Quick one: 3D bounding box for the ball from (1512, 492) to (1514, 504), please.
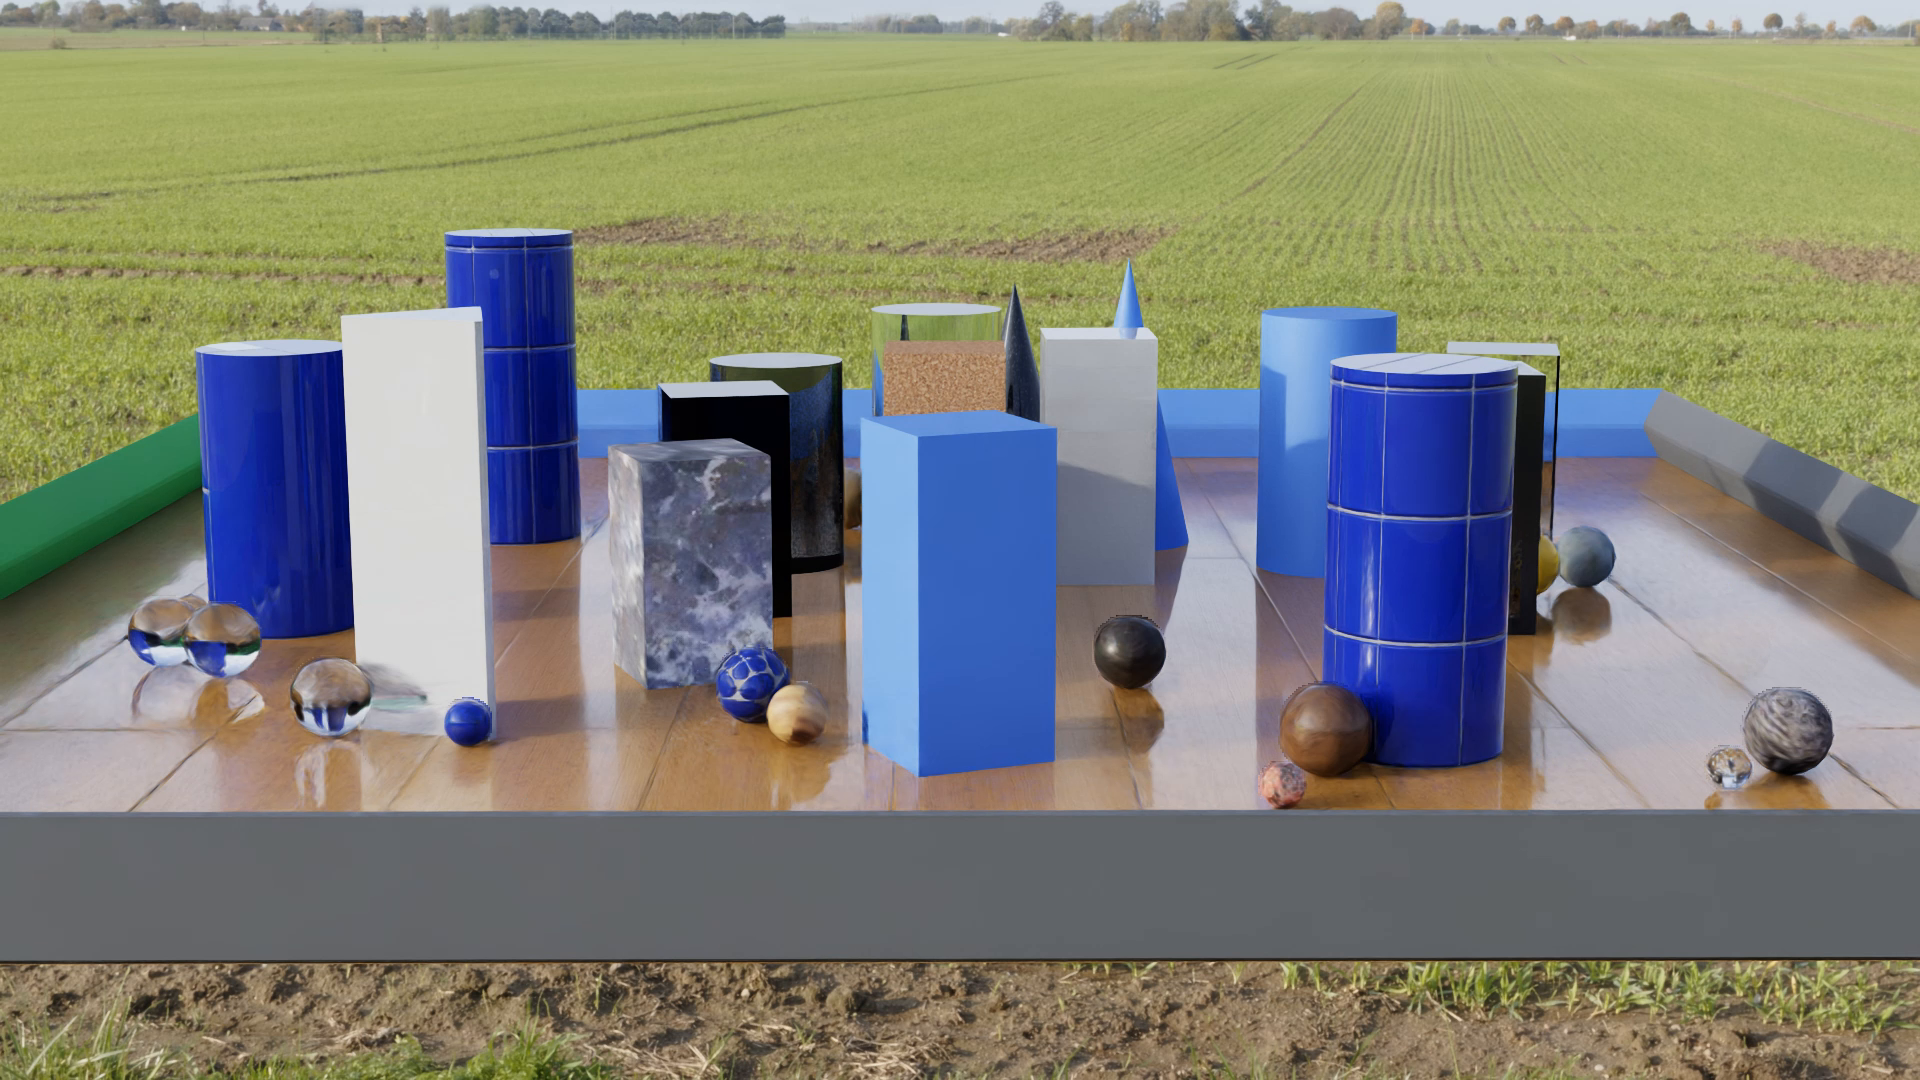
[{"bbox_3d":[0.894,-0.069,4.234,0.042,0.042,0.042,0,11,0],"label":"ball"}]

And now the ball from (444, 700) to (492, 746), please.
[{"bbox_3d":[-0.532,0.198,2.774,0.050,0.050,0.050,0,11,0],"label":"ball"}]

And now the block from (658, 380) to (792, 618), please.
[{"bbox_3d":[-0.318,-0.055,3.455,0.156,0.299,0.156,-2,11,-13],"label":"block"}]

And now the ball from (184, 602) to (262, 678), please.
[{"bbox_3d":[-0.887,0.120,3.083,0.090,0.090,0.090,0,11,0],"label":"ball"}]

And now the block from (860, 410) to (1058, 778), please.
[{"bbox_3d":[-0.002,0.052,2.723,0.156,0.356,0.156,-5,11,-23],"label":"block"}]

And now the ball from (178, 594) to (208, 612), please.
[{"bbox_3d":[-1.002,0.094,3.341,0.047,0.047,0.047,0,11,0],"label":"ball"}]

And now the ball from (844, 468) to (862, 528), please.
[{"bbox_3d":[-0.180,-0.066,4.068,0.098,0.098,0.098,0,11,0],"label":"ball"}]

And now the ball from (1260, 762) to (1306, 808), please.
[{"bbox_3d":[0.320,0.243,2.543,0.045,0.045,0.045,0,11,0],"label":"ball"}]

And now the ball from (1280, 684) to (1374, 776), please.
[{"bbox_3d":[0.379,0.196,2.655,0.096,0.096,0.096,0,11,0],"label":"ball"}]

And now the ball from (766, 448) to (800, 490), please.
[{"bbox_3d":[-0.314,-0.122,4.439,0.072,0.072,0.072,0,11,0],"label":"ball"}]

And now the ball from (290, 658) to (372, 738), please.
[{"bbox_3d":[-0.688,0.172,2.803,0.087,0.087,0.087,0,11,0],"label":"ball"}]

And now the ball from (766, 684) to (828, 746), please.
[{"bbox_3d":[-0.176,0.189,2.778,0.067,0.067,0.067,0,11,0],"label":"ball"}]

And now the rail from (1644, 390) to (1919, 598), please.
[{"bbox_3d":[1.299,0.031,3.456,0.045,0.127,2.754,0,11,0],"label":"rail"}]

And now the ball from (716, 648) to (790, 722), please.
[{"bbox_3d":[-0.232,0.163,2.871,0.084,0.084,0.084,0,11,0],"label":"ball"}]

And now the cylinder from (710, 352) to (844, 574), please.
[{"bbox_3d":[-0.269,-0.115,3.775,0.195,0.301,0.195,0,11,0],"label":"cylinder"}]

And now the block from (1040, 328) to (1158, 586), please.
[{"bbox_3d":[0.196,-0.122,3.679,0.156,0.349,0.156,0,11,-1],"label":"block"}]

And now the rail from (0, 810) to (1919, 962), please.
[{"bbox_3d":[0.008,0.279,2.118,2.646,0.127,0.045,0,11,0],"label":"rail"}]

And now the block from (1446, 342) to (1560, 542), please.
[{"bbox_3d":[0.780,-0.117,3.720,0.156,0.324,0.156,2,11,11],"label":"block"}]

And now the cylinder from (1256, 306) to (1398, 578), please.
[{"bbox_3d":[0.534,-0.146,3.747,0.195,0.372,0.195,0,11,0],"label":"cylinder"}]

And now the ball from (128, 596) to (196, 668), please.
[{"bbox_3d":[-0.972,0.113,3.135,0.086,0.086,0.086,0,11,0],"label":"ball"}]

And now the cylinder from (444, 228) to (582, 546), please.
[{"bbox_3d":[-0.693,-0.241,3.982,0.195,0.471,0.195,0,11,0],"label":"cylinder"}]

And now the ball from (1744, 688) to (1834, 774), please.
[{"bbox_3d":[0.859,0.199,2.662,0.089,0.089,0.089,0,11,0],"label":"ball"}]

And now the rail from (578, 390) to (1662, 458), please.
[{"bbox_3d":[-0.008,-0.214,4.780,2.646,0.127,0.045,0,11,0],"label":"rail"}]

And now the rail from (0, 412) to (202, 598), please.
[{"bbox_3d":[-1.299,0.034,3.442,0.045,0.127,2.754,0,11,0],"label":"rail"}]

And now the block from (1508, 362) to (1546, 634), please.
[{"bbox_3d":[0.667,-0.058,3.364,0.156,0.337,0.156,0,11,1],"label":"block"}]

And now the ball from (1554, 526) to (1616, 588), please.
[{"bbox_3d":[0.879,0.024,3.615,0.086,0.086,0.086,0,11,0],"label":"ball"}]

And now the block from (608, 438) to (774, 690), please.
[{"bbox_3d":[-0.326,0.025,3.101,0.156,0.270,0.156,-4,11,-22],"label":"block"}]

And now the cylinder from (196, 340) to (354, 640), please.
[{"bbox_3d":[-0.887,-0.069,3.350,0.195,0.365,0.195,0,11,0],"label":"cylinder"}]

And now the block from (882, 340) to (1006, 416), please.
[{"bbox_3d":[-0.020,-0.073,3.376,0.156,0.363,0.156,0,11,0],"label":"block"}]

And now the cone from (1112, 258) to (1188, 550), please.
[{"bbox_3d":[0.257,-0.214,3.938,0.195,0.436,0.195,0,11,0],"label":"cone"}]

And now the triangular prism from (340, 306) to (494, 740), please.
[{"bbox_3d":[-0.566,-0.024,2.854,0.169,0.458,0.146,4,11,19],"label":"triangular prism"}]

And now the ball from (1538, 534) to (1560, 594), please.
[{"bbox_3d":[0.771,0.032,3.504,0.094,0.094,0.094,0,11,0],"label":"ball"}]

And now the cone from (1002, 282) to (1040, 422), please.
[{"bbox_3d":[0.093,-0.262,4.397,0.195,0.362,0.195,0,11,0],"label":"cone"}]

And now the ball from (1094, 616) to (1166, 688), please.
[{"bbox_3d":[0.200,0.133,3.029,0.085,0.085,0.085,0,11,0],"label":"ball"}]

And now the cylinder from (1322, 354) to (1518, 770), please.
[{"bbox_3d":[0.489,0.018,2.743,0.195,0.415,0.195,0,11,0],"label":"cylinder"}]

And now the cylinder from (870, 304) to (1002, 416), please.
[{"bbox_3d":[-0.036,-0.166,3.872,0.195,0.365,0.195,0,11,0],"label":"cylinder"}]

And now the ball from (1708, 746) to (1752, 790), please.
[{"bbox_3d":[0.782,0.232,2.609,0.044,0.044,0.044,0,11,0],"label":"ball"}]
